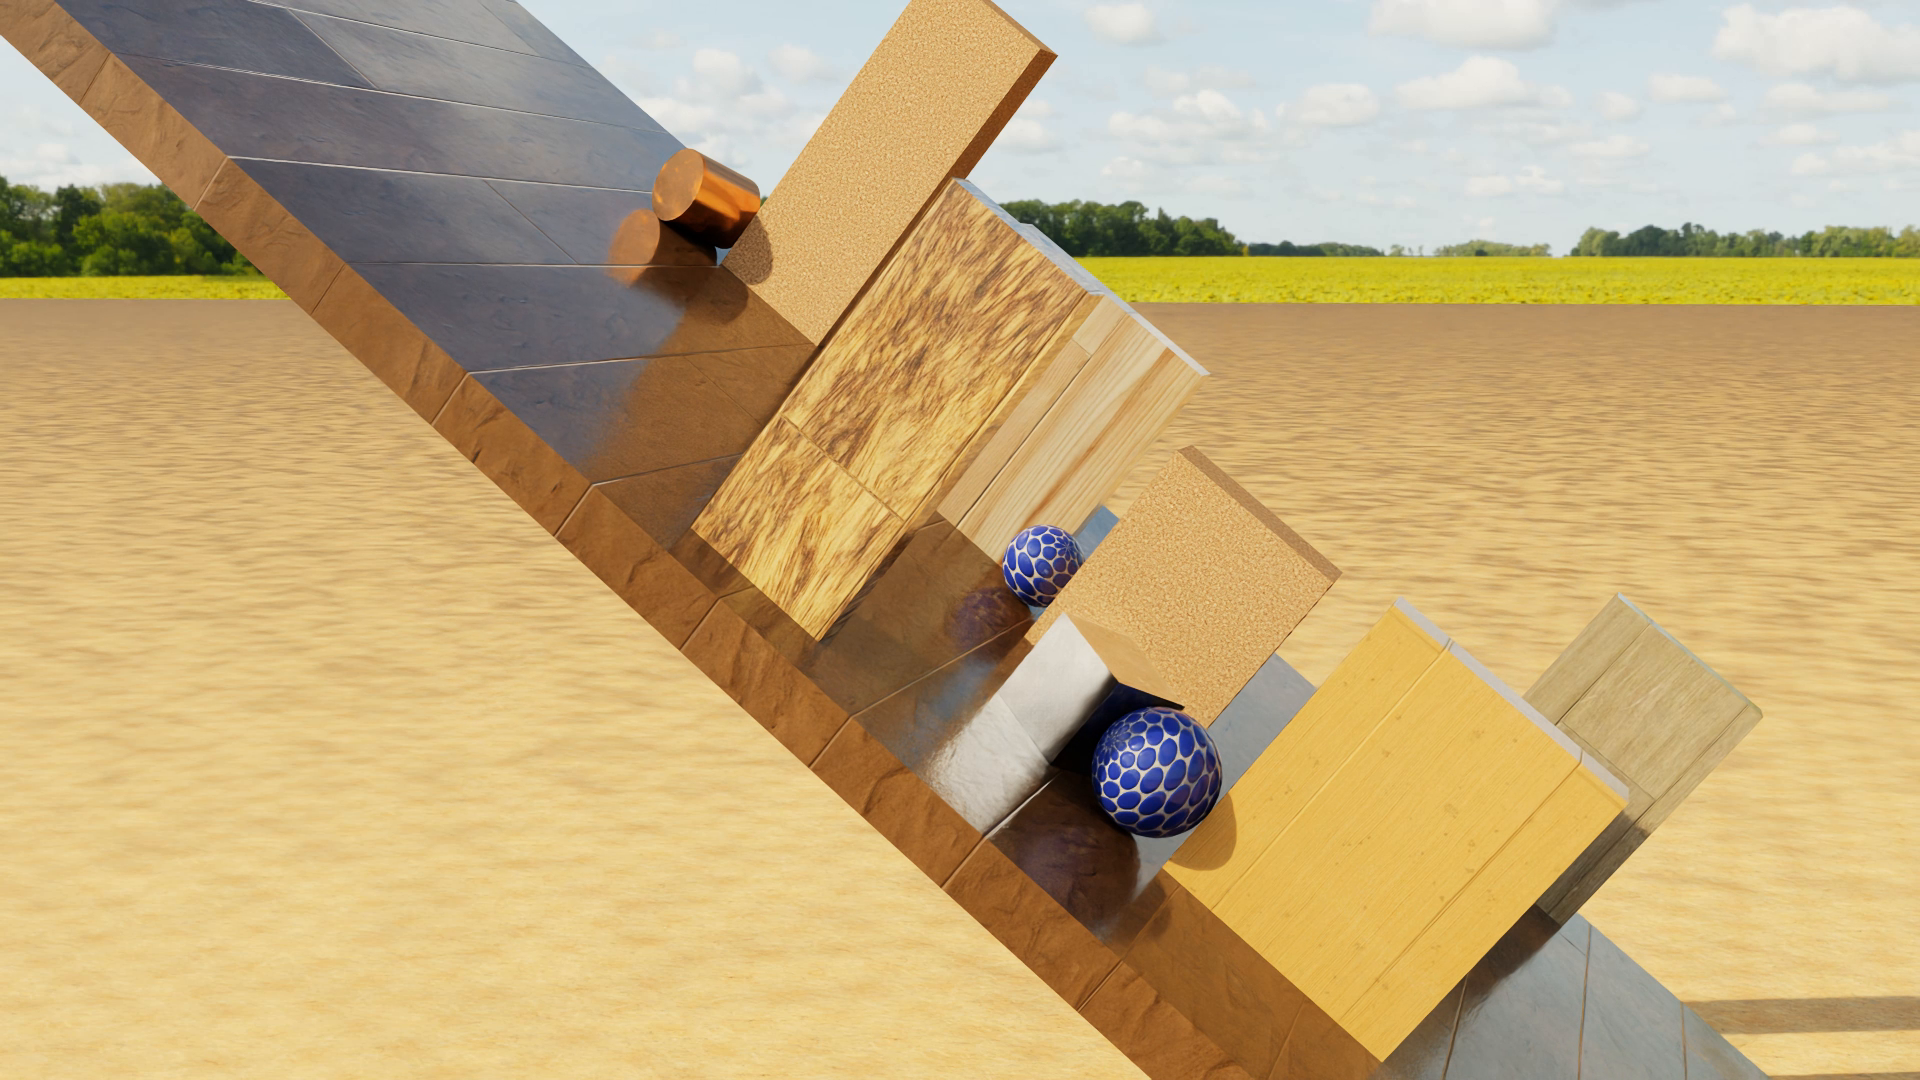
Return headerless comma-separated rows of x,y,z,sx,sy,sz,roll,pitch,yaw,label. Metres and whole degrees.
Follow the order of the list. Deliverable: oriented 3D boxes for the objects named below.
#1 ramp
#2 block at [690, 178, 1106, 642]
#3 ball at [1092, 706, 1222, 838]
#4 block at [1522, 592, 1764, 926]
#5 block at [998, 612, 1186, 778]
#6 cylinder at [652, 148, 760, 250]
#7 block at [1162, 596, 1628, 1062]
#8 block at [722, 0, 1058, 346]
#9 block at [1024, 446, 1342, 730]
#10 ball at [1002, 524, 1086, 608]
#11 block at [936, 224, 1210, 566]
-0.012,0.062,4.045,4.000,0.100,2.000,41,16,9,ramp
-0.097,-0.183,3.174,0.260,0.646,0.082,41,16,9,block
0.302,0.357,3.377,0.202,0.202,0.202,0,7,0,ball
1.312,0.457,4.577,0.370,0.599,0.086,41,16,9,block
0.208,0.254,3.504,0.174,0.174,0.174,22,23,-45,block
-0.525,-0.705,4.550,0.158,0.158,0.158,7,-11,45,cylinder
0.647,0.433,3.302,0.435,0.541,0.097,41,16,9,block
-0.148,-0.774,4.485,0.271,0.749,0.141,41,16,9,block
0.387,0.112,3.819,0.344,0.426,0.134,41,16,9,block
0.152,0.047,3.984,0.151,0.151,0.151,0,7,0,ball
0.130,-0.247,4.080,0.435,0.514,0.085,41,16,9,block
